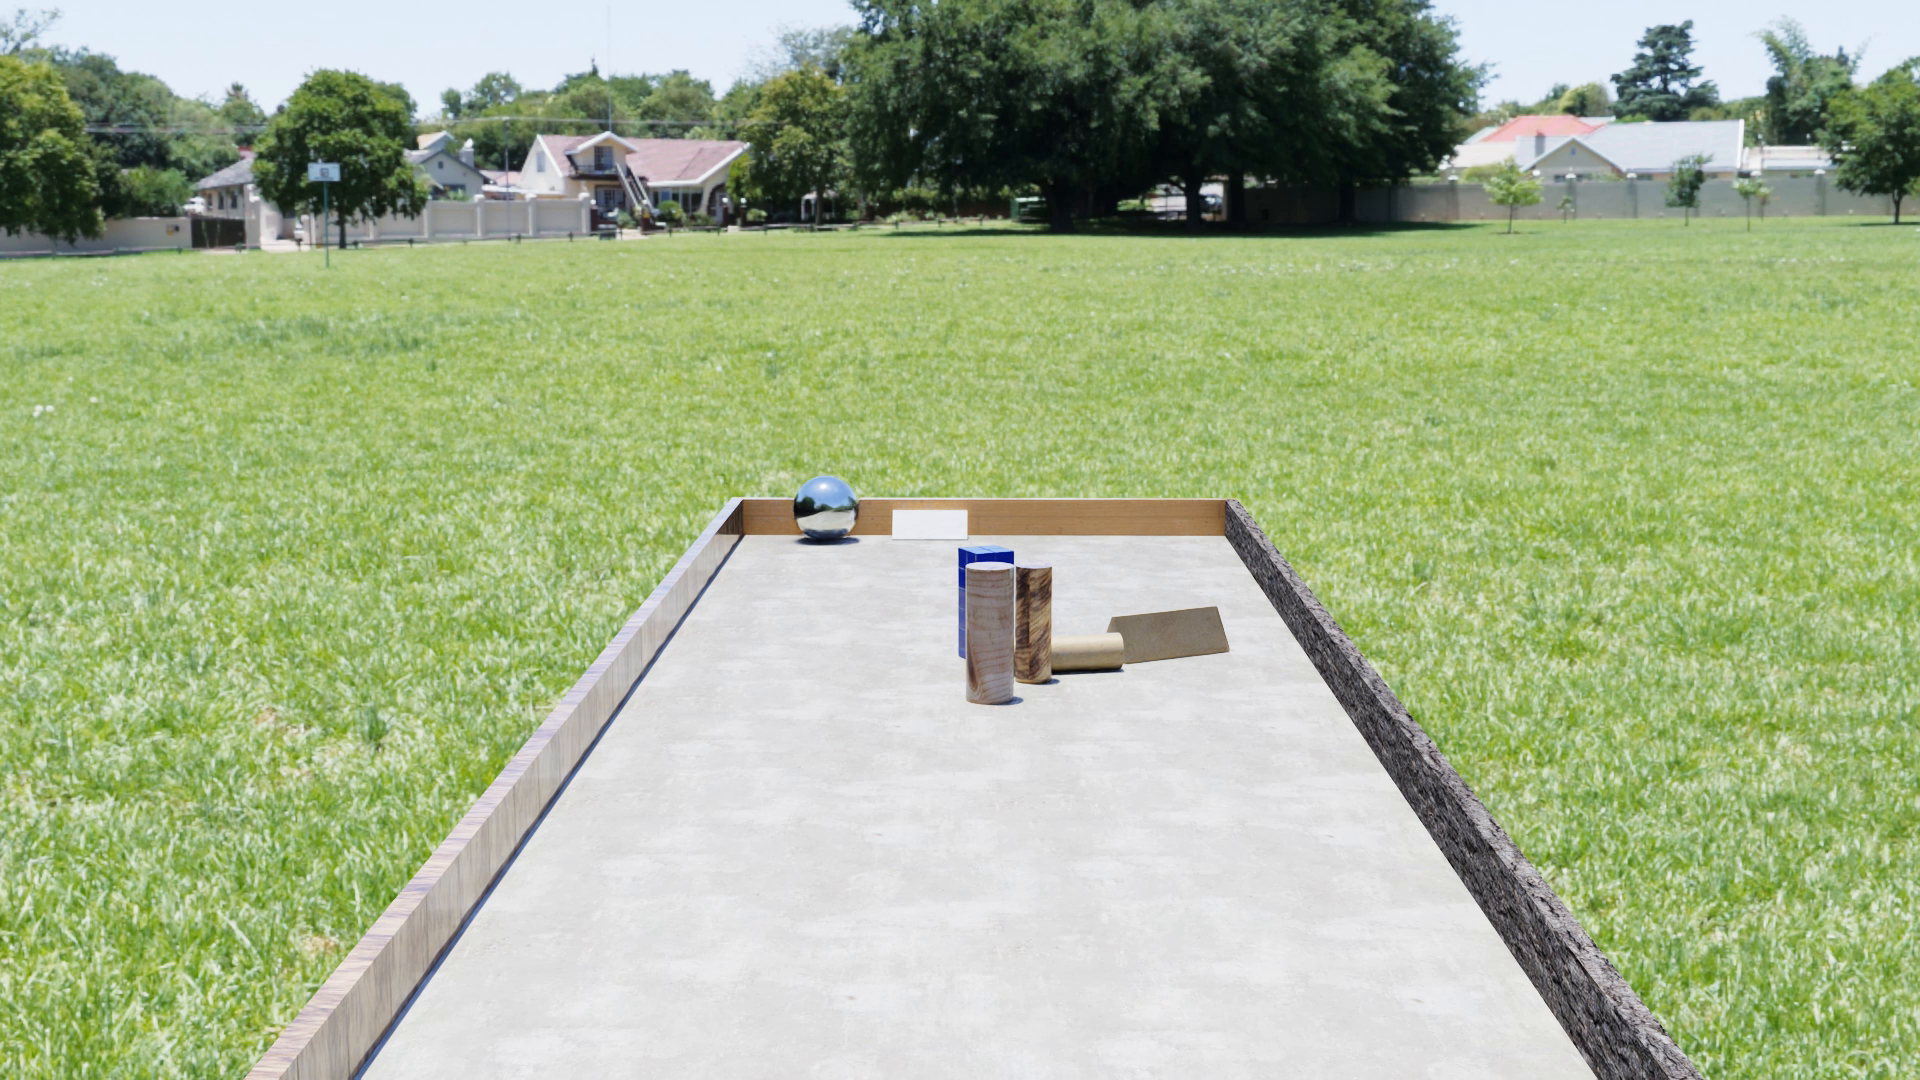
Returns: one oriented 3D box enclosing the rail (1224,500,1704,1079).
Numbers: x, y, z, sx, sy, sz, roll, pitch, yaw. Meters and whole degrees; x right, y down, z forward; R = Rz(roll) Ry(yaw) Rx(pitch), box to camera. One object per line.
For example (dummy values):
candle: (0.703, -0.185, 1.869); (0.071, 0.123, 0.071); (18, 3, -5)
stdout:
rail: (1.046, 0.843, 3.208); (0.050, 0.150, 12.000); (0, 9, 1)

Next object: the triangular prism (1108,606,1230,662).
triangular prism: (0.632, 0.283, 6.782); (0.381, 0.131, 0.151); (-5, 10, -28)

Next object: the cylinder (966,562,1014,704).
cylinder: (0.084, 0.260, 6.151); (0.135, 0.381, 0.135); (0, 9, 0)

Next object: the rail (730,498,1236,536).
rail: (0.099, -0.098, 9.147); (2.100, 0.150, 0.050); (0, 9, 1)

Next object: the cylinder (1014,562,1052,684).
cylinder: (0.214, 0.241, 6.392); (0.107, 0.342, 0.107); (0, 9, 0)

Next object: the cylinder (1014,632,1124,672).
cylinder: (0.265, 0.338, 6.531); (0.431, 0.109, 0.109); (-2, 9, -12)

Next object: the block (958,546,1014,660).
block: (0.079, 0.195, 6.700); (0.128, 0.337, 0.128); (-4, 10, -25)

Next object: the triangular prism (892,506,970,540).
triangular prism: (-0.126, -0.066, 9.049); (0.306, 0.113, 0.130); (-9, 23, -2)

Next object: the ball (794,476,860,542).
ball: (-0.546, -0.129, 8.969); (0.269, 0.269, 0.269); (0, 9, 0)

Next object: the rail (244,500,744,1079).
rail: (-1.004, 0.839, 3.234); (0.050, 0.150, 12.000); (0, 9, 1)
